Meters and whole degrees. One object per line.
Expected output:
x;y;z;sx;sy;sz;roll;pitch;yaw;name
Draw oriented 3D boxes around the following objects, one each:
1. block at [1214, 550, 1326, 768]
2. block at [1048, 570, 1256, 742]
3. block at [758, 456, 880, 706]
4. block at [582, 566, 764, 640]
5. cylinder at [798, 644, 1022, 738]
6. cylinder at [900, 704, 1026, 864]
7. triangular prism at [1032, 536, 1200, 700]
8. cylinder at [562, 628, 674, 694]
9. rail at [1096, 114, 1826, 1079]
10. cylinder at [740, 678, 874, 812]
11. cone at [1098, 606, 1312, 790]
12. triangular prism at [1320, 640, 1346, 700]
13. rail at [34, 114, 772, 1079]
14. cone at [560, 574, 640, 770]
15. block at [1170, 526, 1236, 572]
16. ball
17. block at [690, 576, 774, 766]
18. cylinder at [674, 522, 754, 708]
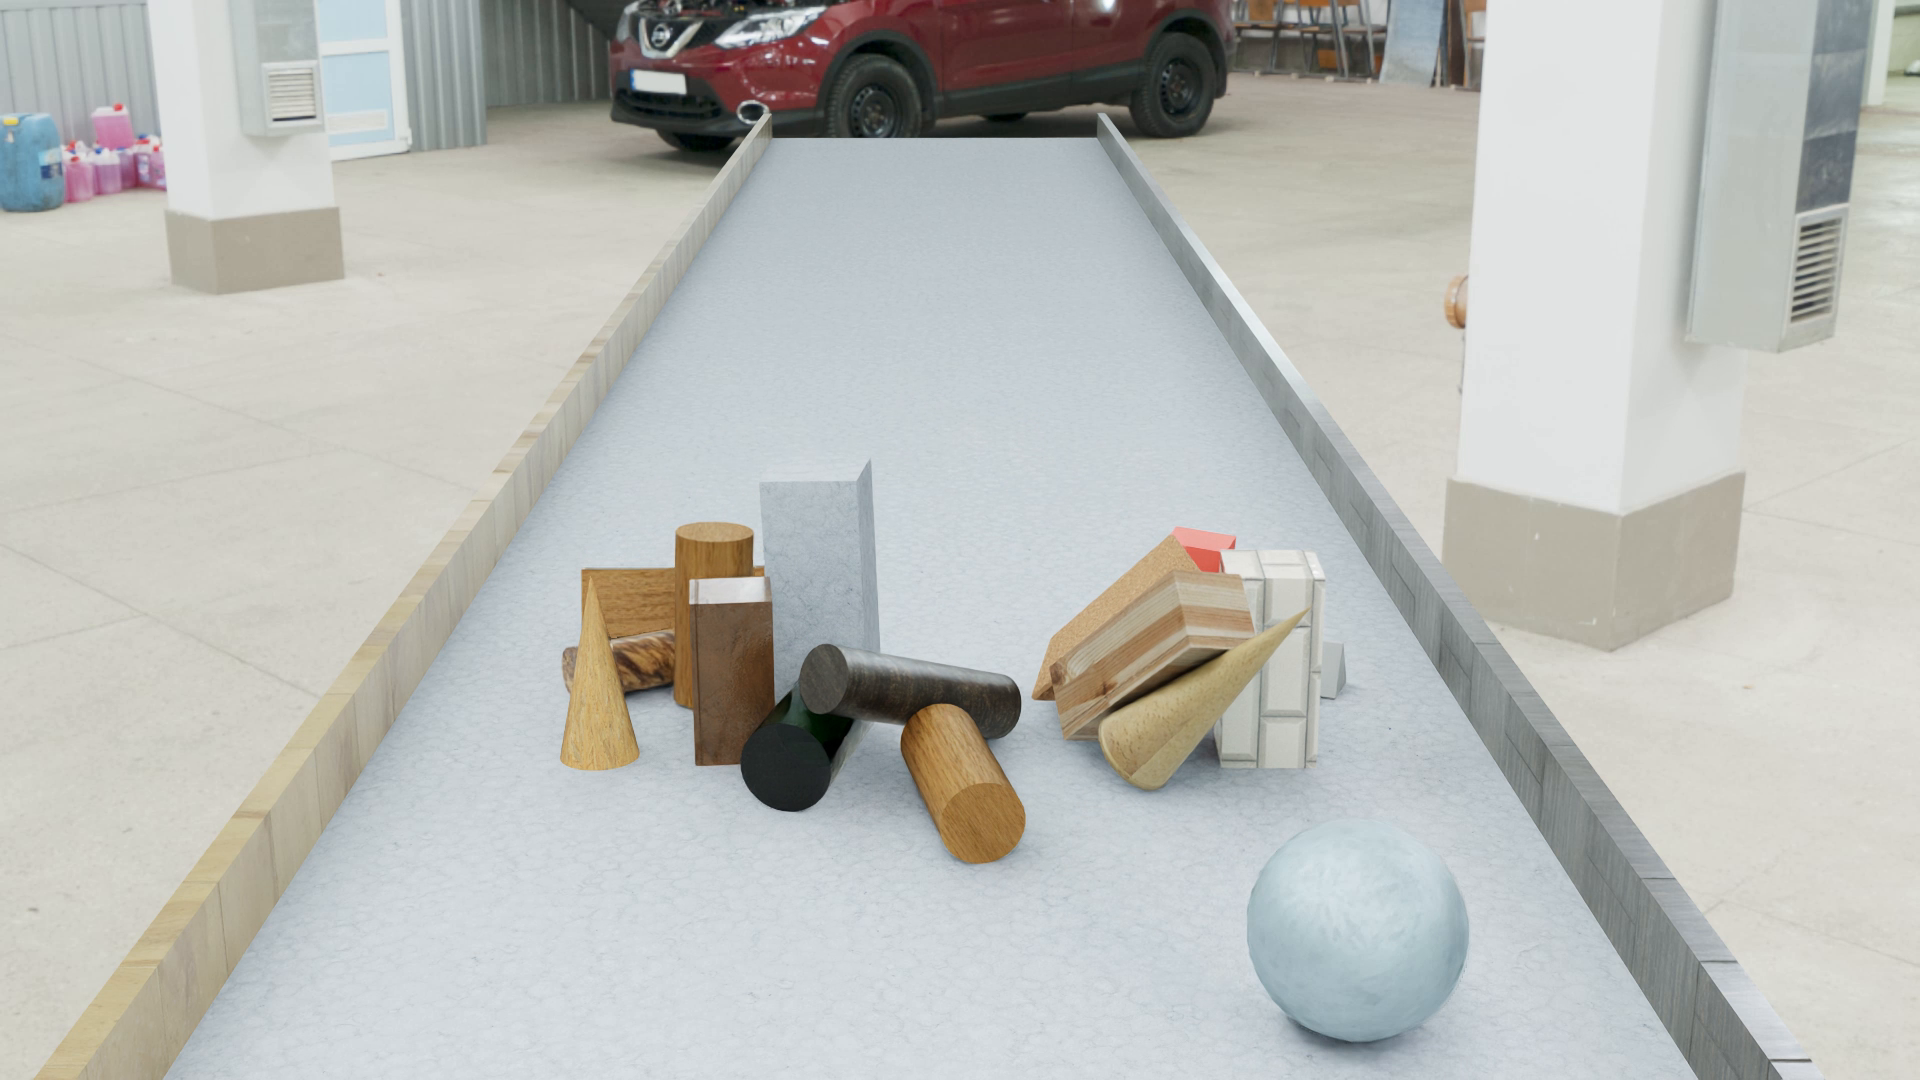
0.547;0.210;3.906;0.168;0.351;0.168;1;17;2;block
0.332;0.208;3.833;0.142;0.142;0.407;4;-29;-30;block
-0.257;0.088;4.115;0.178;0.458;0.178;0;16;7;block
-0.548;0.129;4.480;0.422;0.145;0.145;0;1;-1;block
-0.081;0.268;3.852;0.119;0.119;0.441;17;2;44;cylinder
0.000;0.398;3.645;0.139;0.139;0.357;-3;17;-11;cylinder
0.287;0.146;4.015;0.148;0.129;0.438;3;-28;-28;triangular prism
-0.577;0.229;4.272;0.374;0.105;0.105;-10;19;-29;cylinder
0.932;-0.844;7.801;0.050;0.150;12.000;0;17;-1;rail
-0.257;0.336;3.822;0.158;0.158;0.322;4;17;12;cylinder
0.434;0.235;3.671;0.156;0.459;0.156;27;40;-25;cone
0.530;0.222;4.306;0.438;0.095;0.110;6;18;20;triangular prism
-1.118;-0.838;7.780;0.050;0.150;12.000;0;17;-1;rail
-0.644;0.222;3.883;0.141;0.341;0.141;0;17;0;cone
0.435;0.149;4.153;0.116;0.316;0.116;10;18;15;block
0.532;0.522;2.953;0.295;0.295;0.295;0;17;0;ball
-0.404;0.233;3.916;0.143;0.301;0.143;-2;17;-6;block
-0.467;0.142;4.162;0.146;0.327;0.146;3;15;-1;cylinder
